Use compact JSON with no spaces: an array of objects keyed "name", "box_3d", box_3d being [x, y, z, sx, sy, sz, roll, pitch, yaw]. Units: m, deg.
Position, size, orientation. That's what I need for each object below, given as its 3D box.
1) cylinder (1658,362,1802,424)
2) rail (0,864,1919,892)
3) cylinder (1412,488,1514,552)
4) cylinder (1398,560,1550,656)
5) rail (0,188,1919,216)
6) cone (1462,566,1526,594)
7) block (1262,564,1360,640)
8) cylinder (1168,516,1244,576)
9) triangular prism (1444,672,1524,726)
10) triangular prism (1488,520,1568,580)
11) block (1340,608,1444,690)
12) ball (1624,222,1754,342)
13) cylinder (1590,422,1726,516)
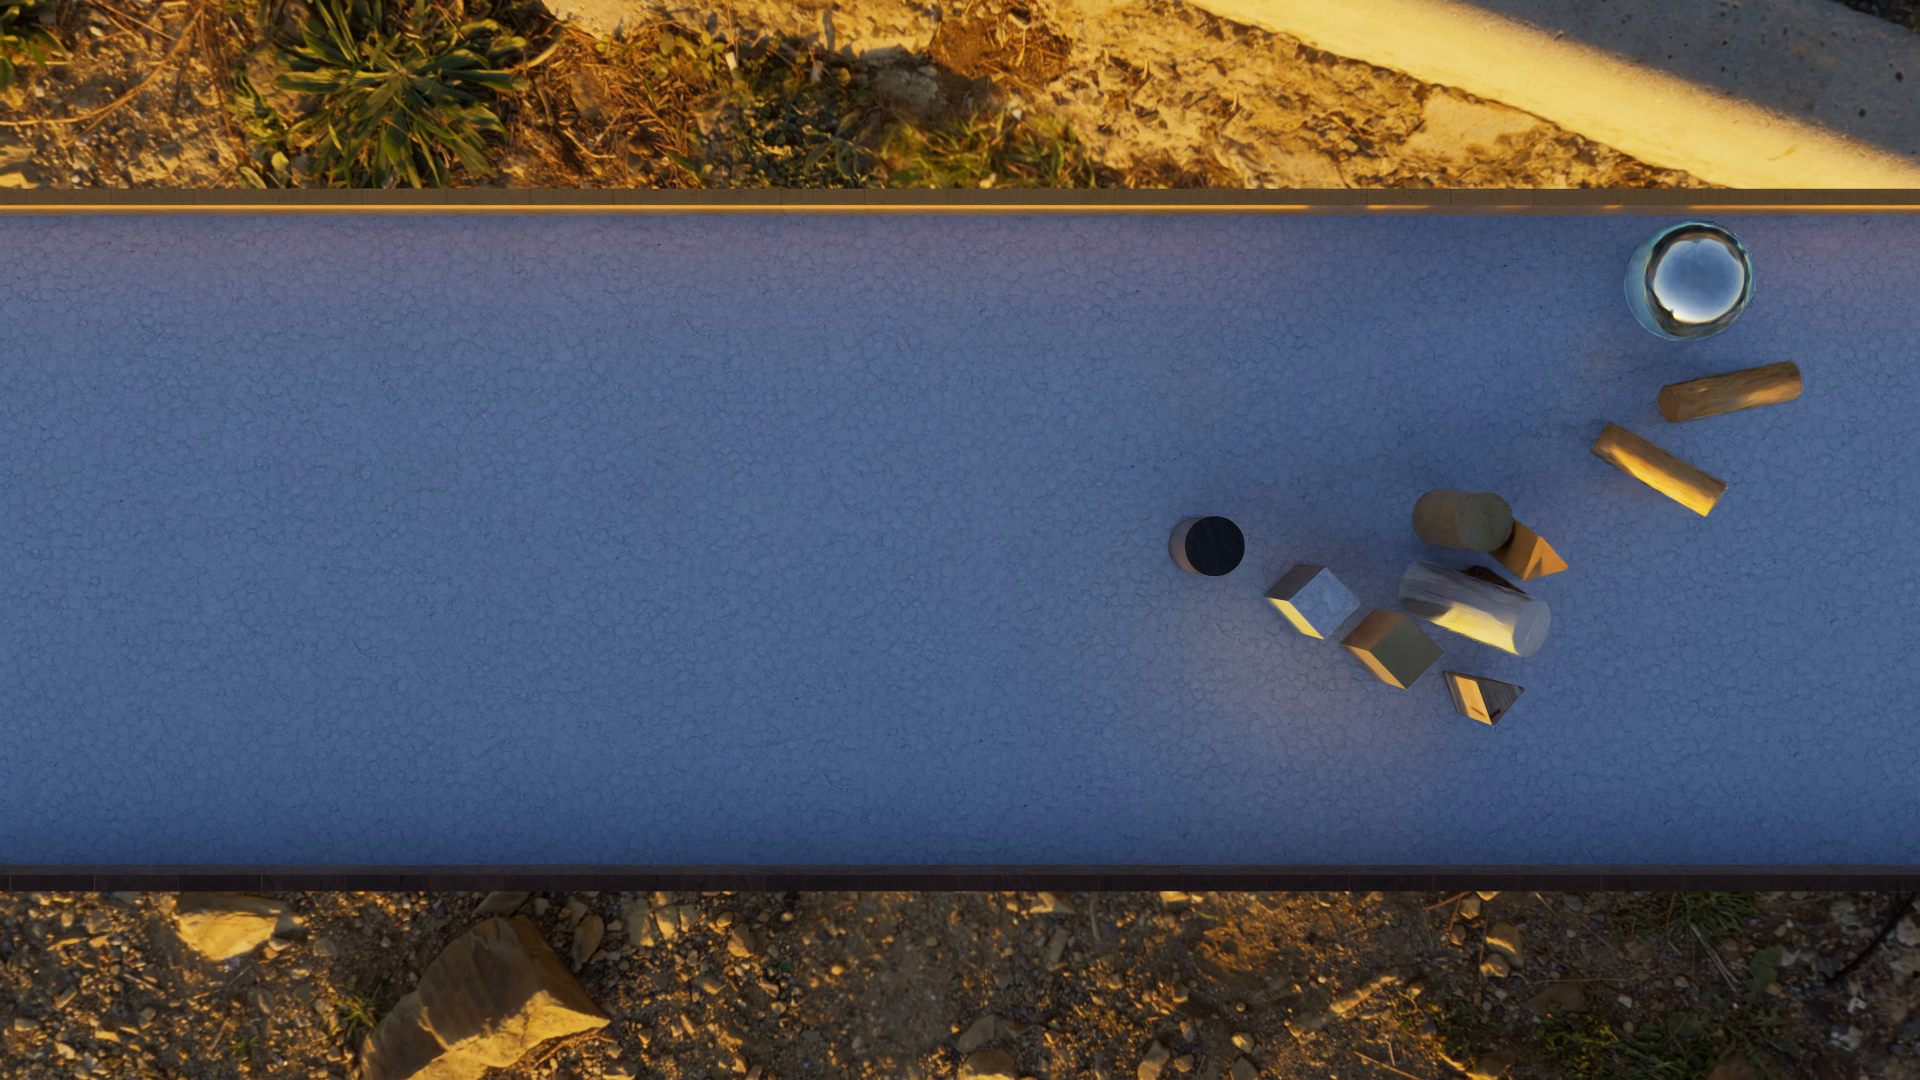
[{"name":"cylinder","box_3d":[2.340,-0.448,5.013,0.384,0.119,0.119,-11,90,-1]},{"name":"rail","box_3d":[-2.247,1.025,5.001,12.000,0.150,0.050,0,90,0]},{"name":"cylinder","box_3d":[1.491,-0.061,4.907,0.175,0.319,0.175,0,94,-7]},{"name":"cylinder","box_3d":[1.511,0.197,4.861,0.170,0.416,0.170,-12,112,-33]},{"name":"rail","box_3d":[-2.247,-1.025,5.002,12.000,0.150,0.050,0,90,0]},{"name":"cone","box_3d":[1.632,0.174,4.901,0.165,0.314,0.165,-2,96,-19]},{"name":"block","box_3d":[1.034,0.178,4.876,0.147,0.400,0.147,-43,90,0]},{"name":"cylinder","box_3d":[0.726,0.018,4.888,0.172,0.377,0.172,0,90,0]},{"name":"triangular prism","box_3d":[1.531,0.442,4.907,0.119,0.340,0.138,40,90,0]},{"name":"triangular prism","box_3d":[1.622,-0.021,4.854,0.133,0.428,0.115,-16,109,-1]},{"name":"block","box_3d":[1.276,0.319,4.892,0.153,0.369,0.153,-44,90,0]},{"name":"ball","box_3d":[2.164,-0.767,4.900,0.354,0.354,0.354,0,90,0]},{"name":"cylinder","box_3d":[2.096,-0.215,4.958,0.378,0.109,0.109,34,90,20]}]
